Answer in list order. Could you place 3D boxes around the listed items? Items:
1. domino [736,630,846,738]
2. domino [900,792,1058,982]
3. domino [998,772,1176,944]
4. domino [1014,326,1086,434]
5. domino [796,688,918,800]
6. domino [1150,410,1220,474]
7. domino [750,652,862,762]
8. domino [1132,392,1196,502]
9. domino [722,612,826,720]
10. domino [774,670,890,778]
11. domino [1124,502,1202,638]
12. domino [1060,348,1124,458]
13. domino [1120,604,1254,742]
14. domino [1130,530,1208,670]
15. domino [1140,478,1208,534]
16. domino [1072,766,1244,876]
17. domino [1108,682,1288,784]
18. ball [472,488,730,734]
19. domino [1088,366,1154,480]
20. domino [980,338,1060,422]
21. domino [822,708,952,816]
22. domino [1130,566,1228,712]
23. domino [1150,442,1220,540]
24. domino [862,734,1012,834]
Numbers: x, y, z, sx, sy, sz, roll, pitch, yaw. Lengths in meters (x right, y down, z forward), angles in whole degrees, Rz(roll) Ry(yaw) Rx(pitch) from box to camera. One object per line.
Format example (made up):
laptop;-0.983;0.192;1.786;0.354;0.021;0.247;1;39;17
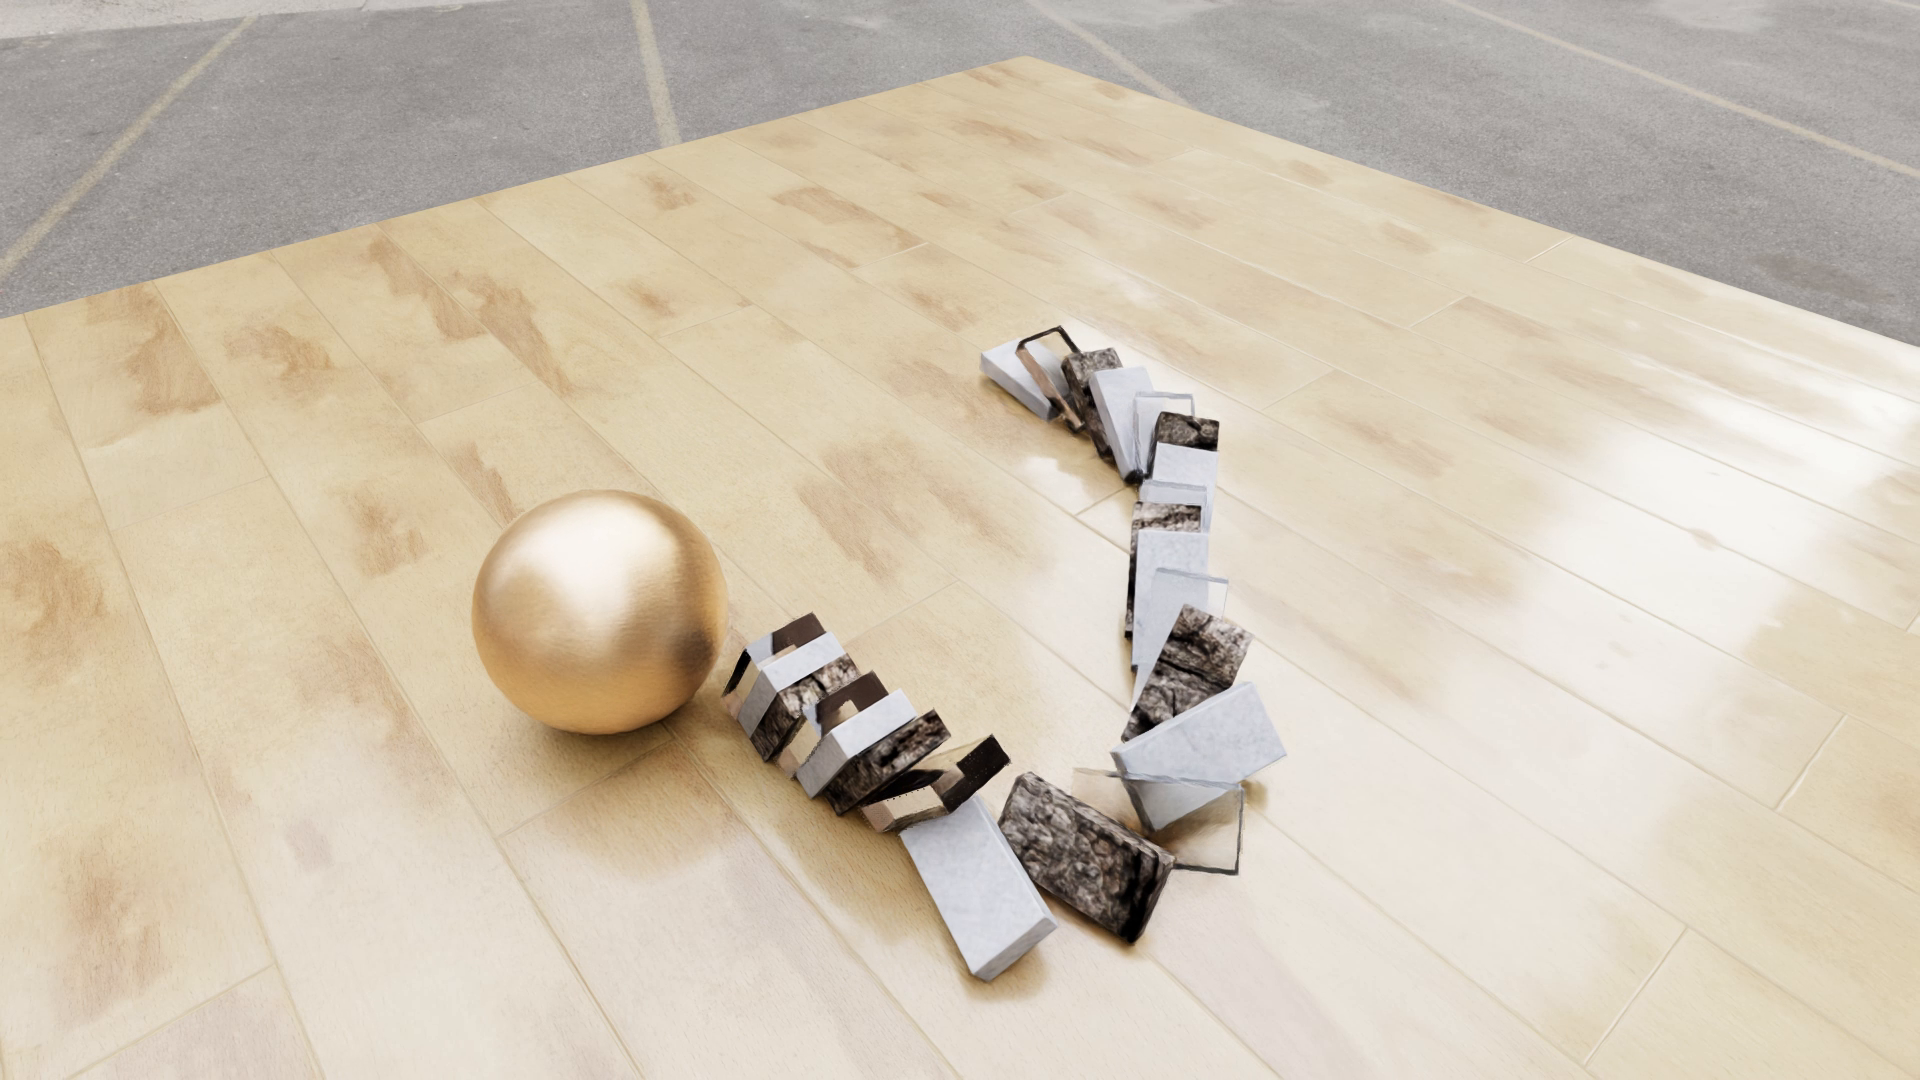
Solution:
domino;-0.055;0.048;0.355;0.025;0.050;0.009;-28;77;-30
domino;0.004;0.097;0.316;0.025;0.010;0.050;-39;46;2
domino;0.034;0.091;0.319;0.050;0.025;0.010;26;10;28
domino;0.050;-0.076;0.517;0.025;0.009;0.050;-25;73;-28
domino;-0.032;0.063;0.336;0.025;0.050;0.009;-28;77;-30
domino;0.092;-0.028;0.457;0.025;0.010;0.050;10;68;1
domino;-0.049;0.054;0.347;0.025;0.050;0.009;-28;77;-30
domino;0.089;-0.039;0.472;0.025;0.010;0.050;1;68;-3
domino;-0.062;0.042;0.362;0.025;0.050;0.010;-28;77;-30
domino;-0.040;0.058;0.342;0.025;0.050;0.009;-29;78;-29
domino;0.075;0.011;0.408;0.025;0.010;0.050;4;72;8
domino;0.067;-0.063;0.503;0.025;0.010;0.050;-12;67;-19
domino;0.075;0.049;0.363;0.025;0.010;0.050;25;73;14
domino;0.075;0.022;0.394;0.025;0.009;0.050;3;72;8
domino;0.080;0.002;0.423;0.025;0.009;0.050;7;68;9
domino;0.058;0.084;0.329;0.050;0.025;0.010;5;0;6
domino;0.075;0.067;0.345;0.050;0.010;0.025;-24;88;-14
ball;-0.116;0.023;0.360;0.080;0.080;0.080;0;39;0
domino;0.077;-0.052;0.488;0.025;0.010;0.050;-10;69;-17
domino;0.035;-0.078;0.534;0.025;0.009;0.050;-27;53;-29
domino;-0.023;0.068;0.331;0.025;0.050;0.009;-28;79;-30
domino;0.076;0.036;0.379;0.025;0.010;0.050;10;72;10
domino;0.088;-0.013;0.440;0.025;0.010;0.050;10;68;5
domino;-0.008;0.073;0.326;0.025;0.050;0.009;-34;89;-34
